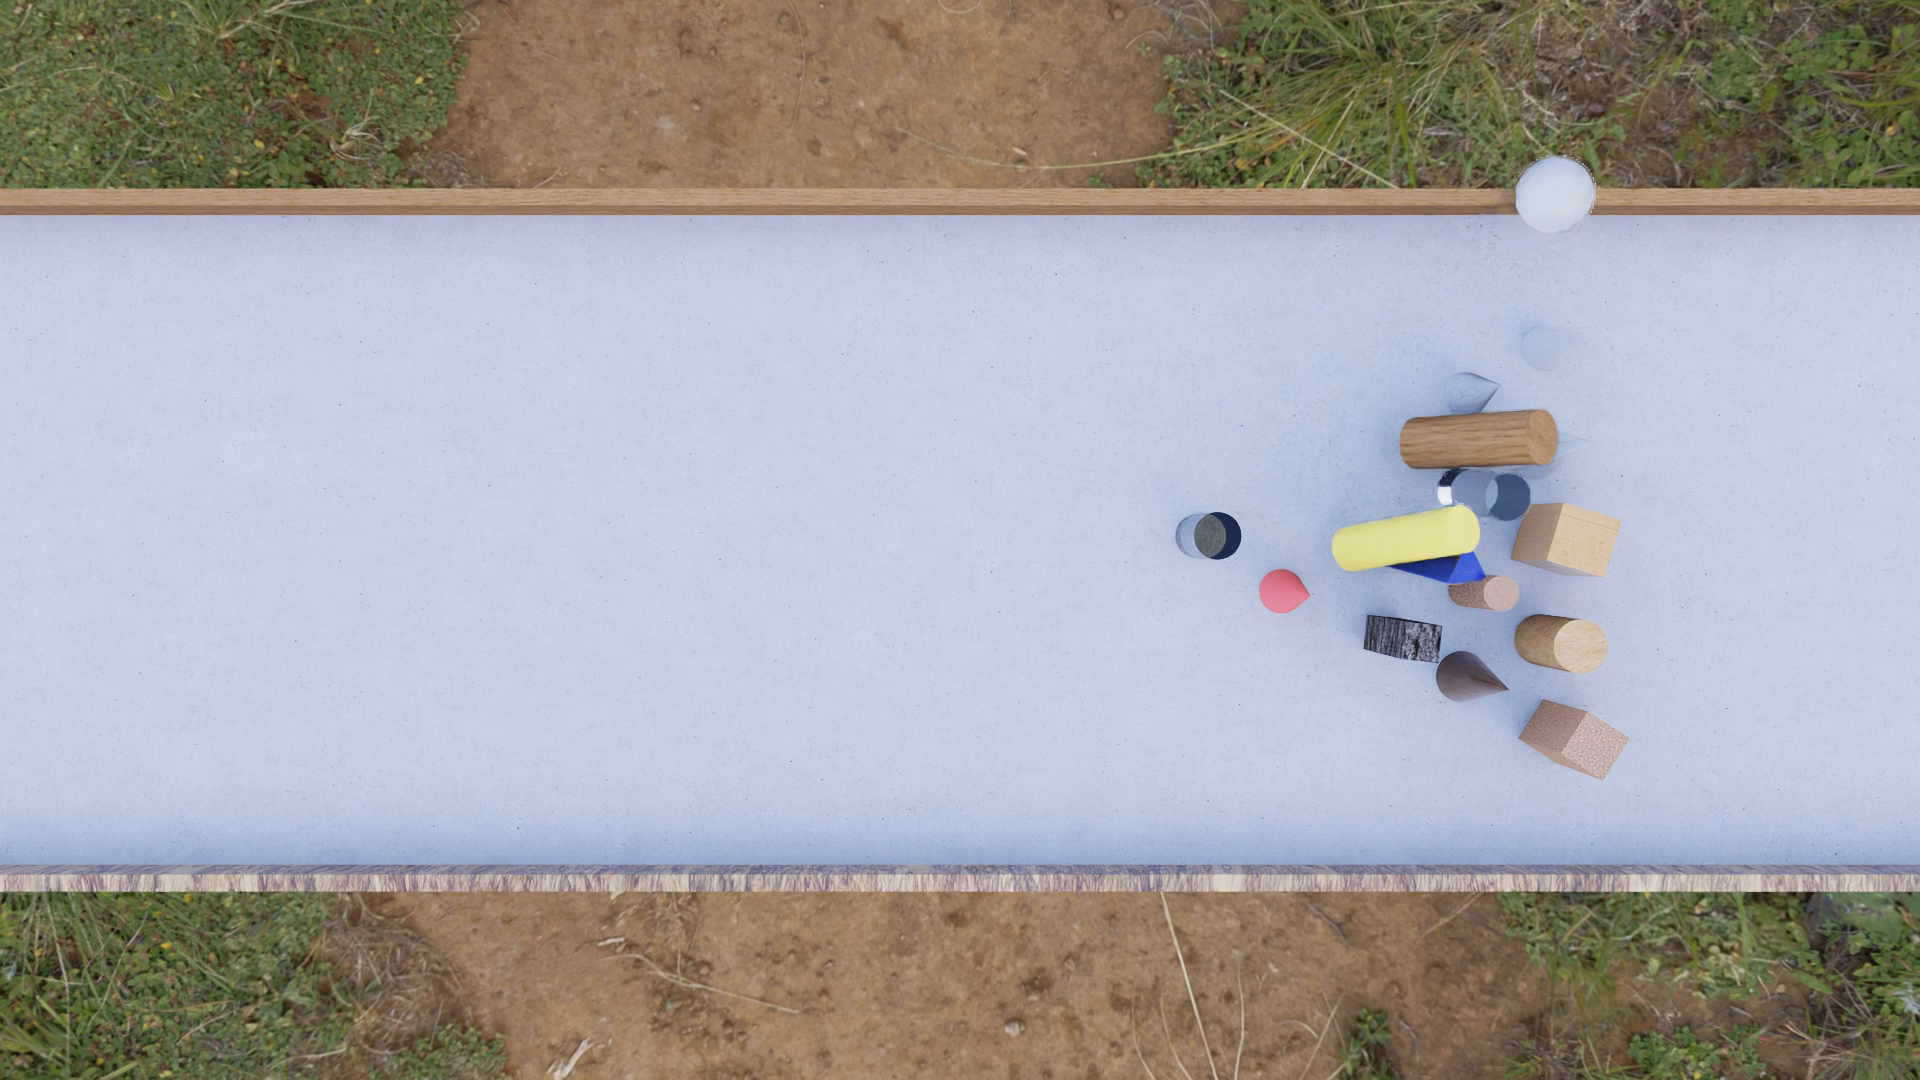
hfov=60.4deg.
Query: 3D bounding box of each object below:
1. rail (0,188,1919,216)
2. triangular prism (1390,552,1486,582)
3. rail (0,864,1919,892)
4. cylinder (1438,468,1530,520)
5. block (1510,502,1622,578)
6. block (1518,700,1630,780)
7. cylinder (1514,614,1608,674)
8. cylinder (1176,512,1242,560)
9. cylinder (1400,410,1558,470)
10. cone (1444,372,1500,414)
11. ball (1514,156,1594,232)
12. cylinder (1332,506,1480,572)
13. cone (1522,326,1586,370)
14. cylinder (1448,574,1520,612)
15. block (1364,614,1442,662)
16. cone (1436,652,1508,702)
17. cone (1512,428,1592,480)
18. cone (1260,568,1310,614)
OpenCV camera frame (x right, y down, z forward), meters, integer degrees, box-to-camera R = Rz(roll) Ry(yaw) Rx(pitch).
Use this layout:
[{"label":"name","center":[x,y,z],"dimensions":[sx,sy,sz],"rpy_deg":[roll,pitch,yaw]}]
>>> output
[{"label":"rail","center":[-2.247,-1.025,5.002],"dimensions":[12.000,0.150,0.050],"rpy_deg":[0,90,0]},{"label":"triangular prism","center":[1.403,0.039,4.892],"dimensions":[0.125,0.333,0.108],"rpy_deg":[-6,100,-19]},{"label":"rail","center":[-2.247,1.025,5.001],"dimensions":[12.000,0.150,0.050],"rpy_deg":[0,90,0]},{"label":"cylinder","center":[1.549,-0.138,4.889],"dimensions":[0.135,0.359,0.135],"rpy_deg":[-1,95,-5]},{"label":"block","center":[1.802,0.000,4.919],"dimensions":[0.174,0.315,0.174],"rpy_deg":[17,90,0]},{"label":"block","center":[1.816,0.589,4.895],"dimensions":[0.144,0.363,0.144],"rpy_deg":[33,90,0]},{"label":"cylinder","center":[1.785,0.307,4.908],"dimensions":[0.157,0.338,0.157],"rpy_deg":[0,90,0]},{"label":"cylinder","center":[0.730,-0.012,4.874],"dimensions":[0.136,0.405,0.136],"rpy_deg":[0,90,0]},{"label":"cylinder","center":[1.521,-0.293,4.859],"dimensions":[0.158,0.430,0.158],"rpy_deg":[0,90,-39]},{"label":"cone","center":[1.559,-0.448,4.914],"dimensions":[0.137,0.324,0.137],"rpy_deg":[0,90,0]},{"label":"ball","center":[1.720,-0.999,4.775],"dimensions":[0.215,0.215,0.215],"rpy_deg":[0,90,0]},{"label":"cylinder","center":[1.304,-0.002,4.852],"dimensions":[0.137,0.446,0.137],"rpy_deg":[6,80,-32]},{"label":"cone","center":[1.796,-0.591,4.897],"dimensions":[0.134,0.360,0.134],"rpy_deg":[0,90,0]},{"label":"cylinder","center":[1.555,0.154,4.906],"dimensions":[0.102,0.342,0.102],"rpy_deg":[0,90,0]},{"label":"block","center":[1.300,0.288,4.858],"dimensions":[0.106,0.437,0.106],"rpy_deg":[6,90,0]},{"label":"cone","center":[1.544,0.421,4.855],"dimensions":[0.158,0.443,0.158],"rpy_deg":[0,90,0]},{"label":"cone","center":[1.772,-0.273,4.850],"dimensions":[0.175,0.454,0.175],"rpy_deg":[0,90,0]},{"label":"cone","center":[0.989,0.158,4.866],"dimensions":[0.137,0.421,0.137],"rpy_deg":[0,90,0]}]
